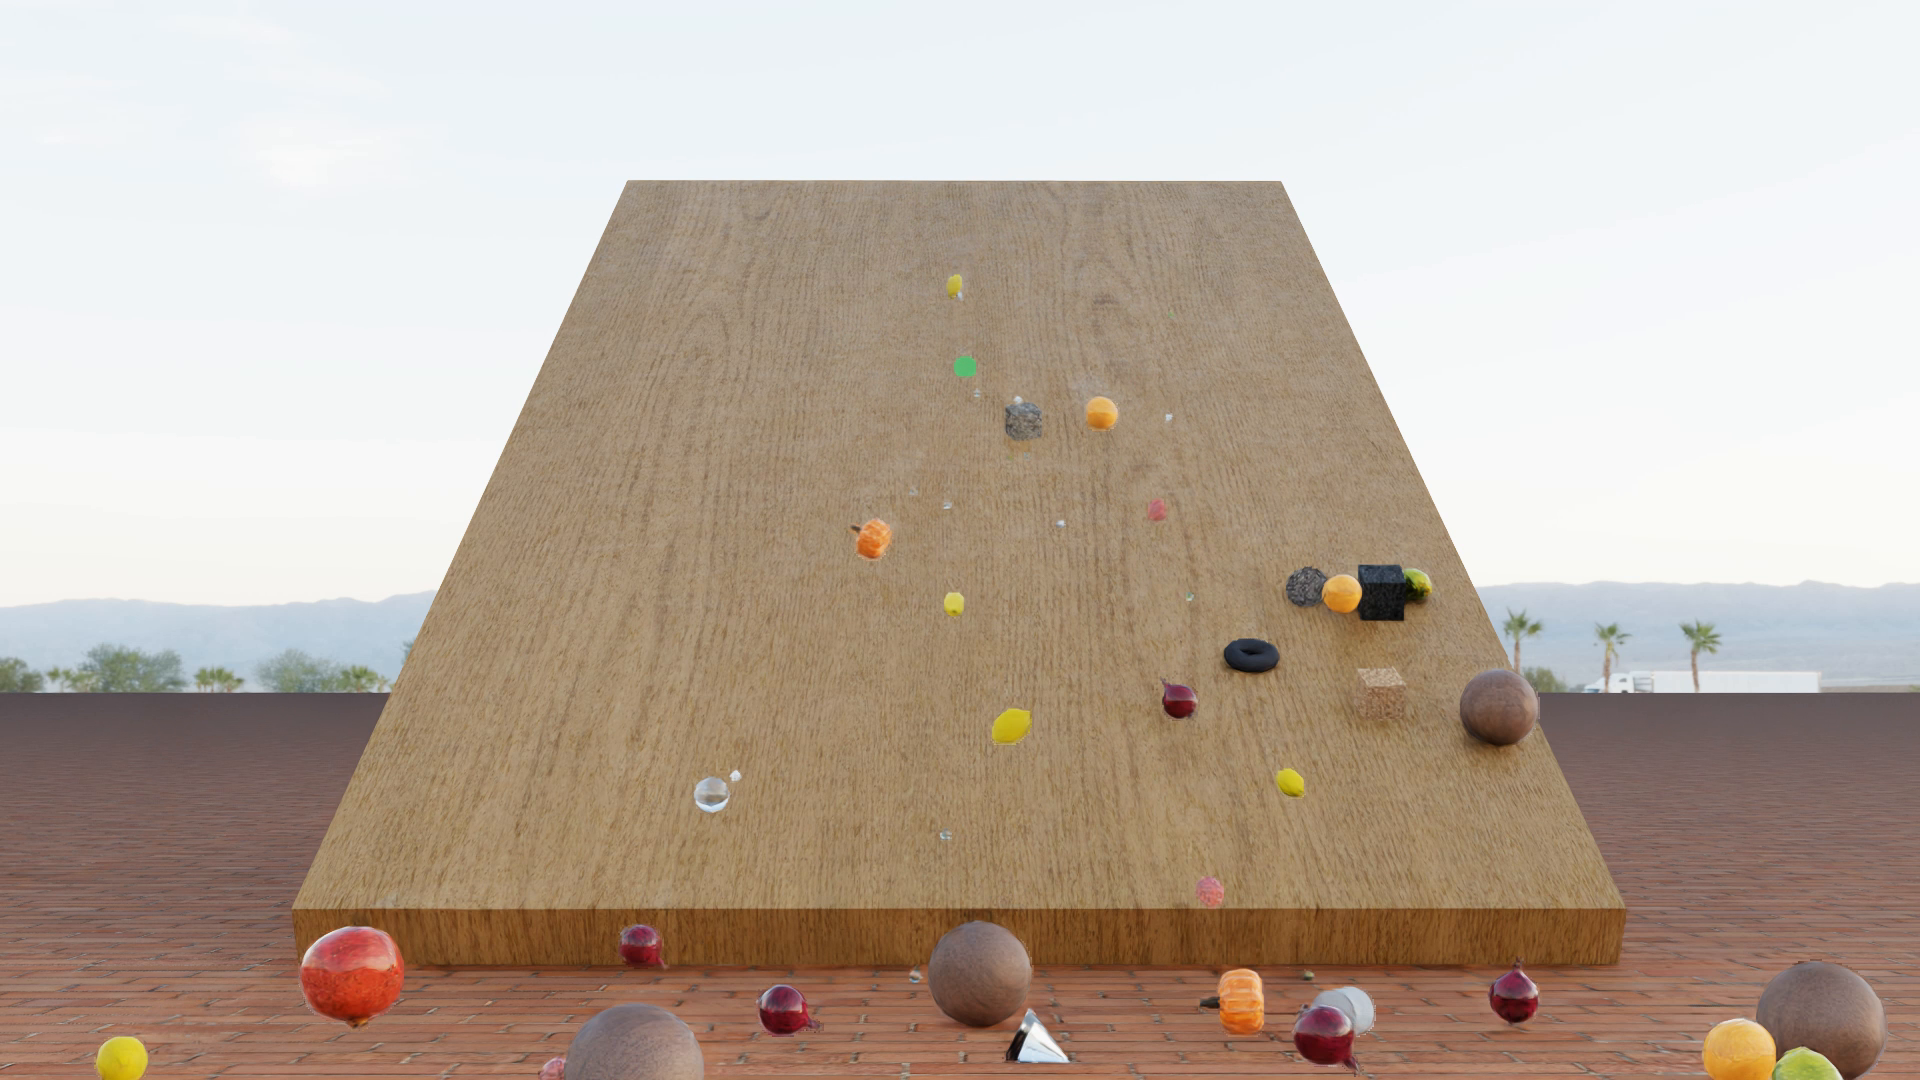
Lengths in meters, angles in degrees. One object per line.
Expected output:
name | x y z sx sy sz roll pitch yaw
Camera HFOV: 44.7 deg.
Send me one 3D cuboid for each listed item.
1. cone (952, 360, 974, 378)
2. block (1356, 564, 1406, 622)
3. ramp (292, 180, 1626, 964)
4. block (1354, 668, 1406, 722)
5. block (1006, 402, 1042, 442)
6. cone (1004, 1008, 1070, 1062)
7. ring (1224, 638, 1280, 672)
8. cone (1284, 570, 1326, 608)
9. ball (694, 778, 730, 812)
cone | 0.011 -0.410 5.583 0.055 0.055 0.055 -1 19 10
block | 0.793 0.099 4.398 0.079 0.079 0.079 1 24 1
ramp | -0.008 -0.229 5.334 2.000 0.100 4.000 0 24 0
block | 0.728 0.267 4.043 0.067 0.067 0.067 -3 25 -7
block | 0.142 -0.264 5.213 0.064 0.064 0.064 -9 26 -19
cone | 0.094 0.570 2.618 0.067 0.067 0.067 26 0 9
ring | 0.527 0.208 4.213 0.100 0.033 0.100 1 24 0
cone | 0.657 0.075 4.451 0.082 0.082 0.082 0 27 6
ball | -0.398 0.408 3.739 0.056 0.056 0.056 0 -4 0
